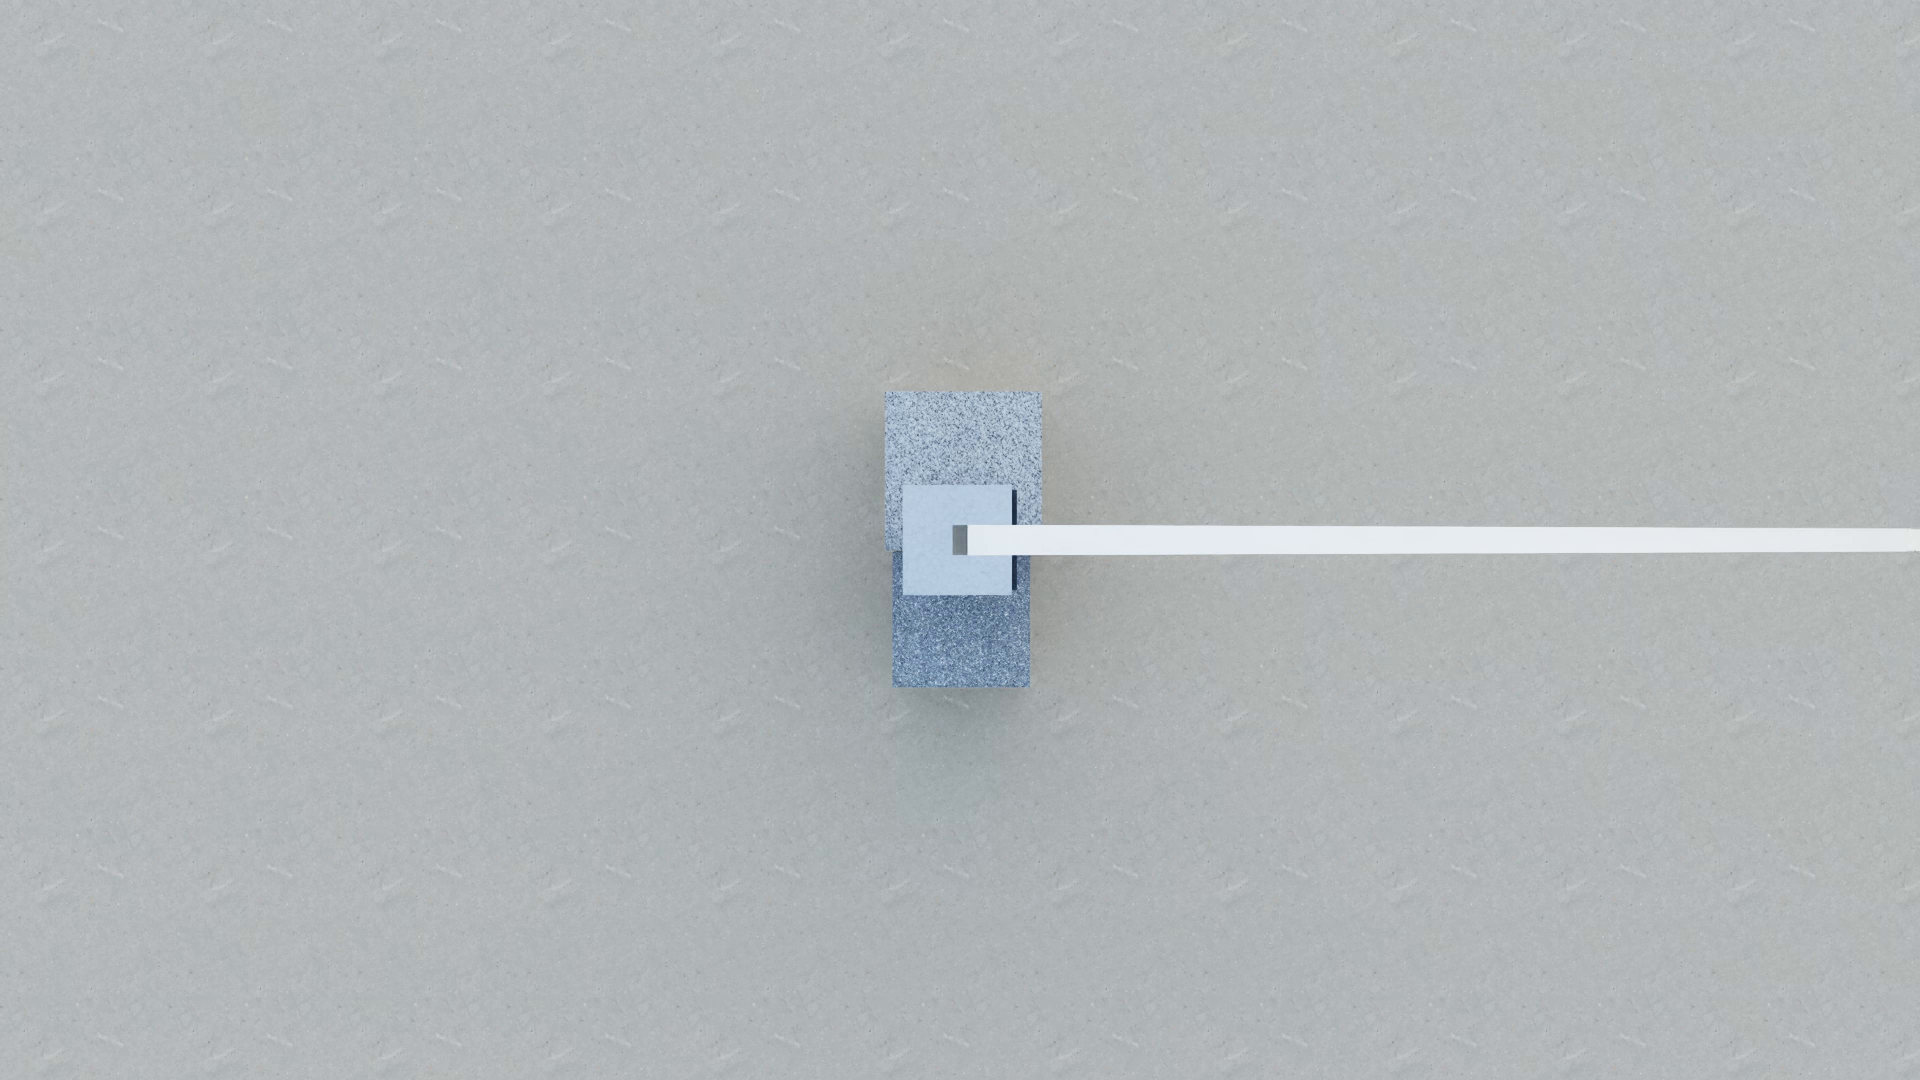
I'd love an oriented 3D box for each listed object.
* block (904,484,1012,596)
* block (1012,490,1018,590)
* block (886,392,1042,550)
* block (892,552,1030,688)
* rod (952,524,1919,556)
[{"bbox_3d":[-0.013,0.000,11.282,0.546,0.496,0.553,0,90,0],"label":"block"},{"bbox_3d":[0.017,0.000,11.834,0.565,0.608,0.524,0,90,0],"label":"block"},{"bbox_3d":[0.019,-0.382,12.569,0.865,0.863,0.878,0,90,0],"label":"block"},{"bbox_3d":[0.007,0.444,12.634,0.768,0.731,0.754,0,90,0],"label":"block"},{"bbox_3d":[2.234,0.000,7.151,5.200,0.080,0.080,0,90,-31],"label":"rod"}]
